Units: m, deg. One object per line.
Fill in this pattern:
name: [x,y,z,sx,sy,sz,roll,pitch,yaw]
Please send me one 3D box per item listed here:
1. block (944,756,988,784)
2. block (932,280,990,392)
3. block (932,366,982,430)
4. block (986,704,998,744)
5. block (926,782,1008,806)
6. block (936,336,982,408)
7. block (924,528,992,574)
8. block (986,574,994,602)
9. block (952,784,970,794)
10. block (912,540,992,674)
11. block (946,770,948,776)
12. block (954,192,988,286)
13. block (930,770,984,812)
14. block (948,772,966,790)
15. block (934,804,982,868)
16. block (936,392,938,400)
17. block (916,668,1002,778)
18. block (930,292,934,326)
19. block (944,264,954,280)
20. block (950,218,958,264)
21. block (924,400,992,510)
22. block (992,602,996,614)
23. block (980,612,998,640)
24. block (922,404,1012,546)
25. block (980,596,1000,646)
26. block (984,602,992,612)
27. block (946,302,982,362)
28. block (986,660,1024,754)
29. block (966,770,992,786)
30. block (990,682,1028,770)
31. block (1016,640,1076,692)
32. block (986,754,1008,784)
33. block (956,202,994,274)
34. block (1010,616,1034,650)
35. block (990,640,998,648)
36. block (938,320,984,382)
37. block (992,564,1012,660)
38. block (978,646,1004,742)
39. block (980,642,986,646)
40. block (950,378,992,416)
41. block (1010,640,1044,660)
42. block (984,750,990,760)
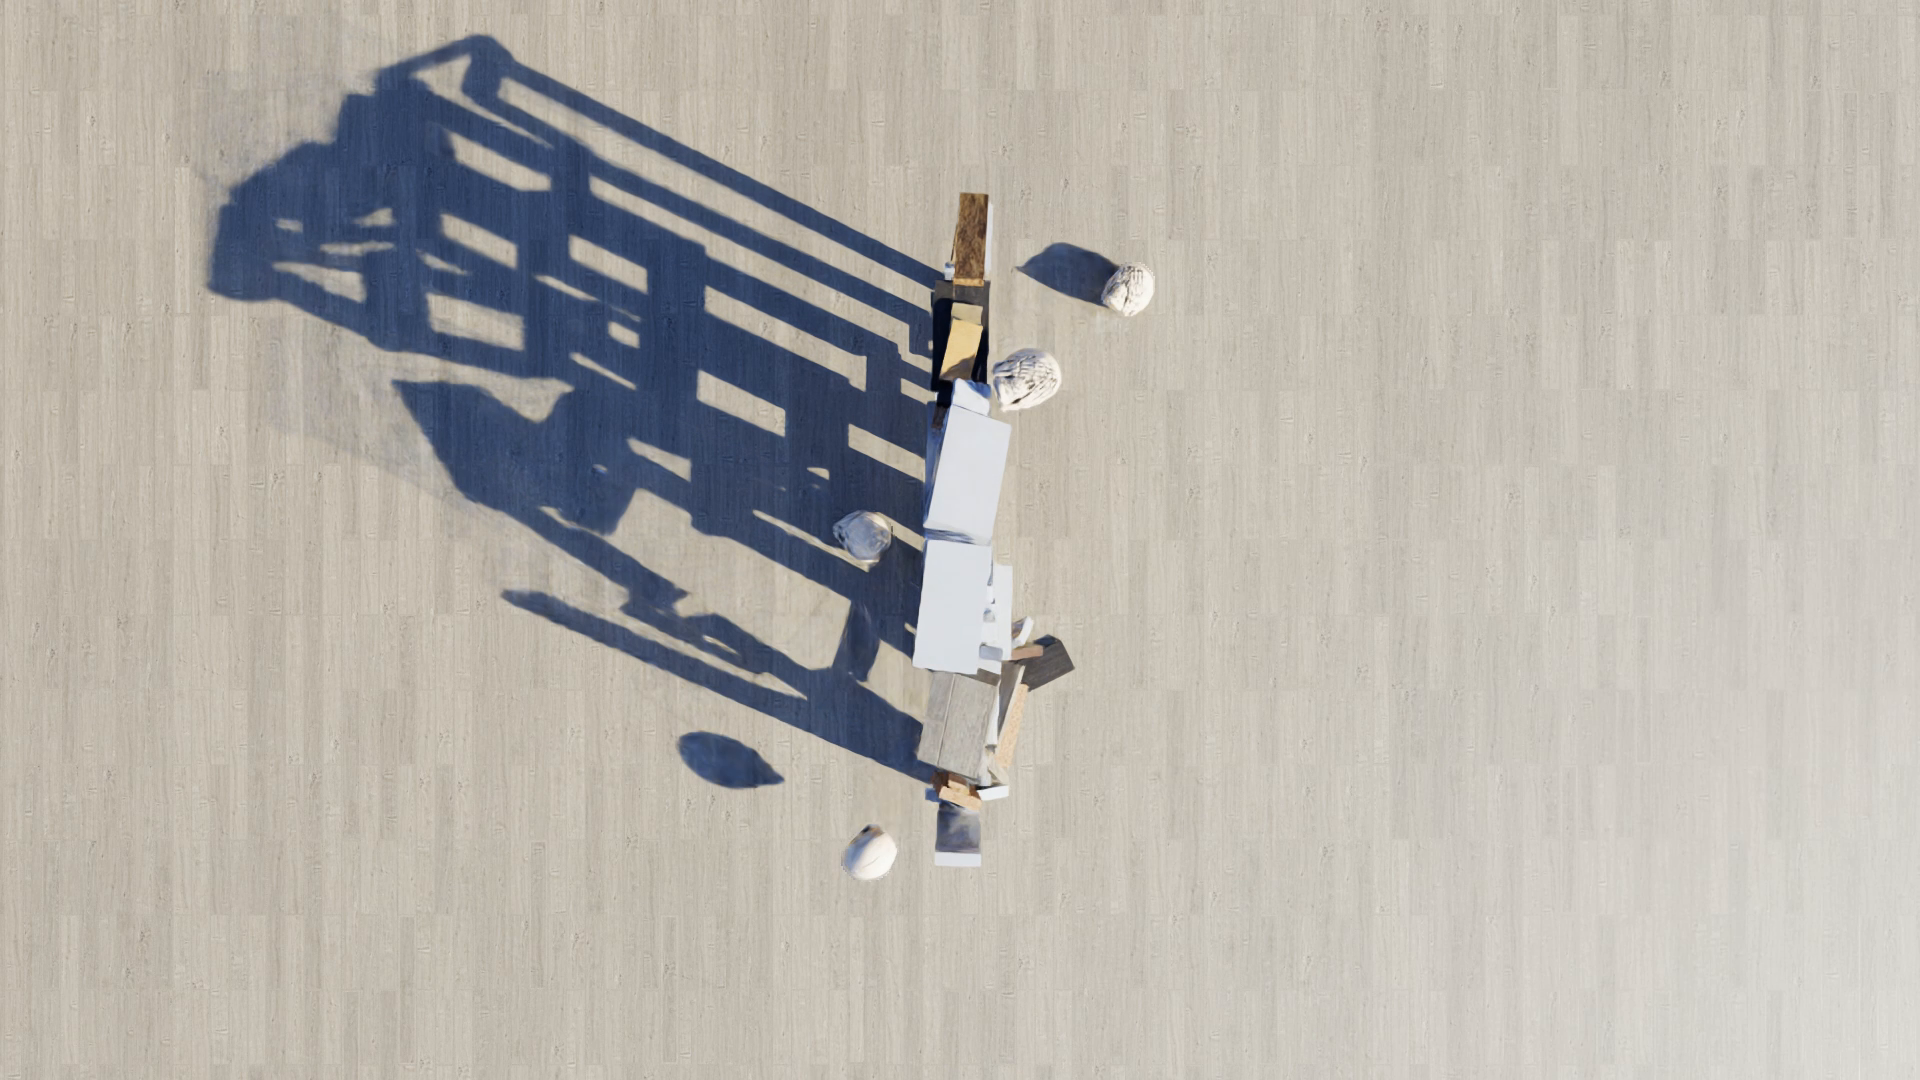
block: [-0.011,0.617,4.648,0.169,0.338,0.048,22,77,7]
block: [0.002,-0.521,4.224,0.142,0.040,0.284,2,90,0]
block: [-0.009,-0.362,4.162,0.092,0.026,0.184,12,71,0]
block: [0.056,0.460,4.634,0.108,0.031,0.216,14,71,-35]
block: [0.024,0.797,5.212,0.126,0.253,0.036,5,94,43]
block: [-0.002,-0.420,4.154,0.092,0.026,0.184,8,71,-2]
block: [-0.006,-0.045,4.083,0.162,0.362,0.046,0,127,0]
block: [0.004,0.062,4.045,0.150,0.301,0.043,0,116,0]
block: [0.001,0.721,4.815,0.052,0.104,0.015,20,90,0]
block: [-0.018,0.157,3.876,0.150,0.043,0.301,7,89,0]
block: [-0.011,0.700,4.898,0.052,0.104,0.015,12,90,-4]
block: [0.030,-0.785,4.288,0.076,0.022,0.337,3,51,1]
block: [-0.012,0.745,4.897,0.126,0.253,0.036,22,90,-7]
block: [-0.009,0.694,4.794,0.052,0.104,0.015,19,102,-5]
block: [-0.004,0.844,4.997,0.126,1.006,0.036,2,93,0]
block: [0.002,-0.373,4.548,0.133,0.038,0.266,0,90,0]
block: [-0.004,0.471,4.352,0.169,0.048,0.338,17,127,8]
block: [-0.004,-0.616,4.423,0.142,0.357,0.040,0,89,0]
block: [0.006,-0.712,4.509,0.093,0.186,0.026,6,83,0]
block: [0.020,-0.839,4.956,0.093,1.084,0.026,0,88,-2]
block: [-0.004,-0.207,4.134,0.162,0.046,0.323,1,56,0]
block: [0.009,0.139,4.394,0.155,0.310,0.044,-5,110,0]
block: [0.012,0.211,4.047,0.150,0.301,0.043,-2,93,0]
block: [0.019,-0.157,3.984,0.162,0.046,0.323,18,61,-13]
block: [0.046,0.236,4.571,0.090,0.026,0.181,14,79,-6]
block: [0.000,0.083,4.214,0.155,0.044,0.311,-2,92,0]
block: [0.009,-0.523,4.165,0.076,0.022,0.152,8,70,-3]
block: [0.091,0.514,5.214,0.145,0.041,0.290,17,90,20]
block: [0.024,0.713,5.070,0.108,0.348,0.031,2,73,8]
block: [0.123,0.602,5.455,0.145,0.041,0.290,12,97,-6]
block: [0.184,0.466,5.485,0.392,0.030,0.107,-26,90,0]
block: [0.052,0.727,5.291,0.145,0.290,0.041,7,69,18]
block: [0.037,-0.802,4.390,0.093,0.026,0.186,3,80,-1]
block: [0.135,0.321,5.274,0.213,0.107,0.030,-27,114,39]
block: [0.039,0.351,4.586,0.090,0.026,0.181,17,83,-6]
block: [0.002,-0.468,4.118,0.076,0.022,0.152,14,90,-2]
block: [0.076,0.203,4.628,0.134,0.038,0.267,1,91,-6]
block: [0.018,0.409,4.436,0.169,0.338,0.048,7,45,3]
block: [0.017,0.368,4.533,0.090,0.026,0.181,5,95,-6]
block: [0.019,-0.301,4.090,0.092,0.026,0.184,9,85,-14]
block: [0.182,0.355,5.362,0.107,0.213,0.030,-8,95,-17]
block: [0.024,0.606,4.722,0.108,0.216,0.031,23,77,2]
